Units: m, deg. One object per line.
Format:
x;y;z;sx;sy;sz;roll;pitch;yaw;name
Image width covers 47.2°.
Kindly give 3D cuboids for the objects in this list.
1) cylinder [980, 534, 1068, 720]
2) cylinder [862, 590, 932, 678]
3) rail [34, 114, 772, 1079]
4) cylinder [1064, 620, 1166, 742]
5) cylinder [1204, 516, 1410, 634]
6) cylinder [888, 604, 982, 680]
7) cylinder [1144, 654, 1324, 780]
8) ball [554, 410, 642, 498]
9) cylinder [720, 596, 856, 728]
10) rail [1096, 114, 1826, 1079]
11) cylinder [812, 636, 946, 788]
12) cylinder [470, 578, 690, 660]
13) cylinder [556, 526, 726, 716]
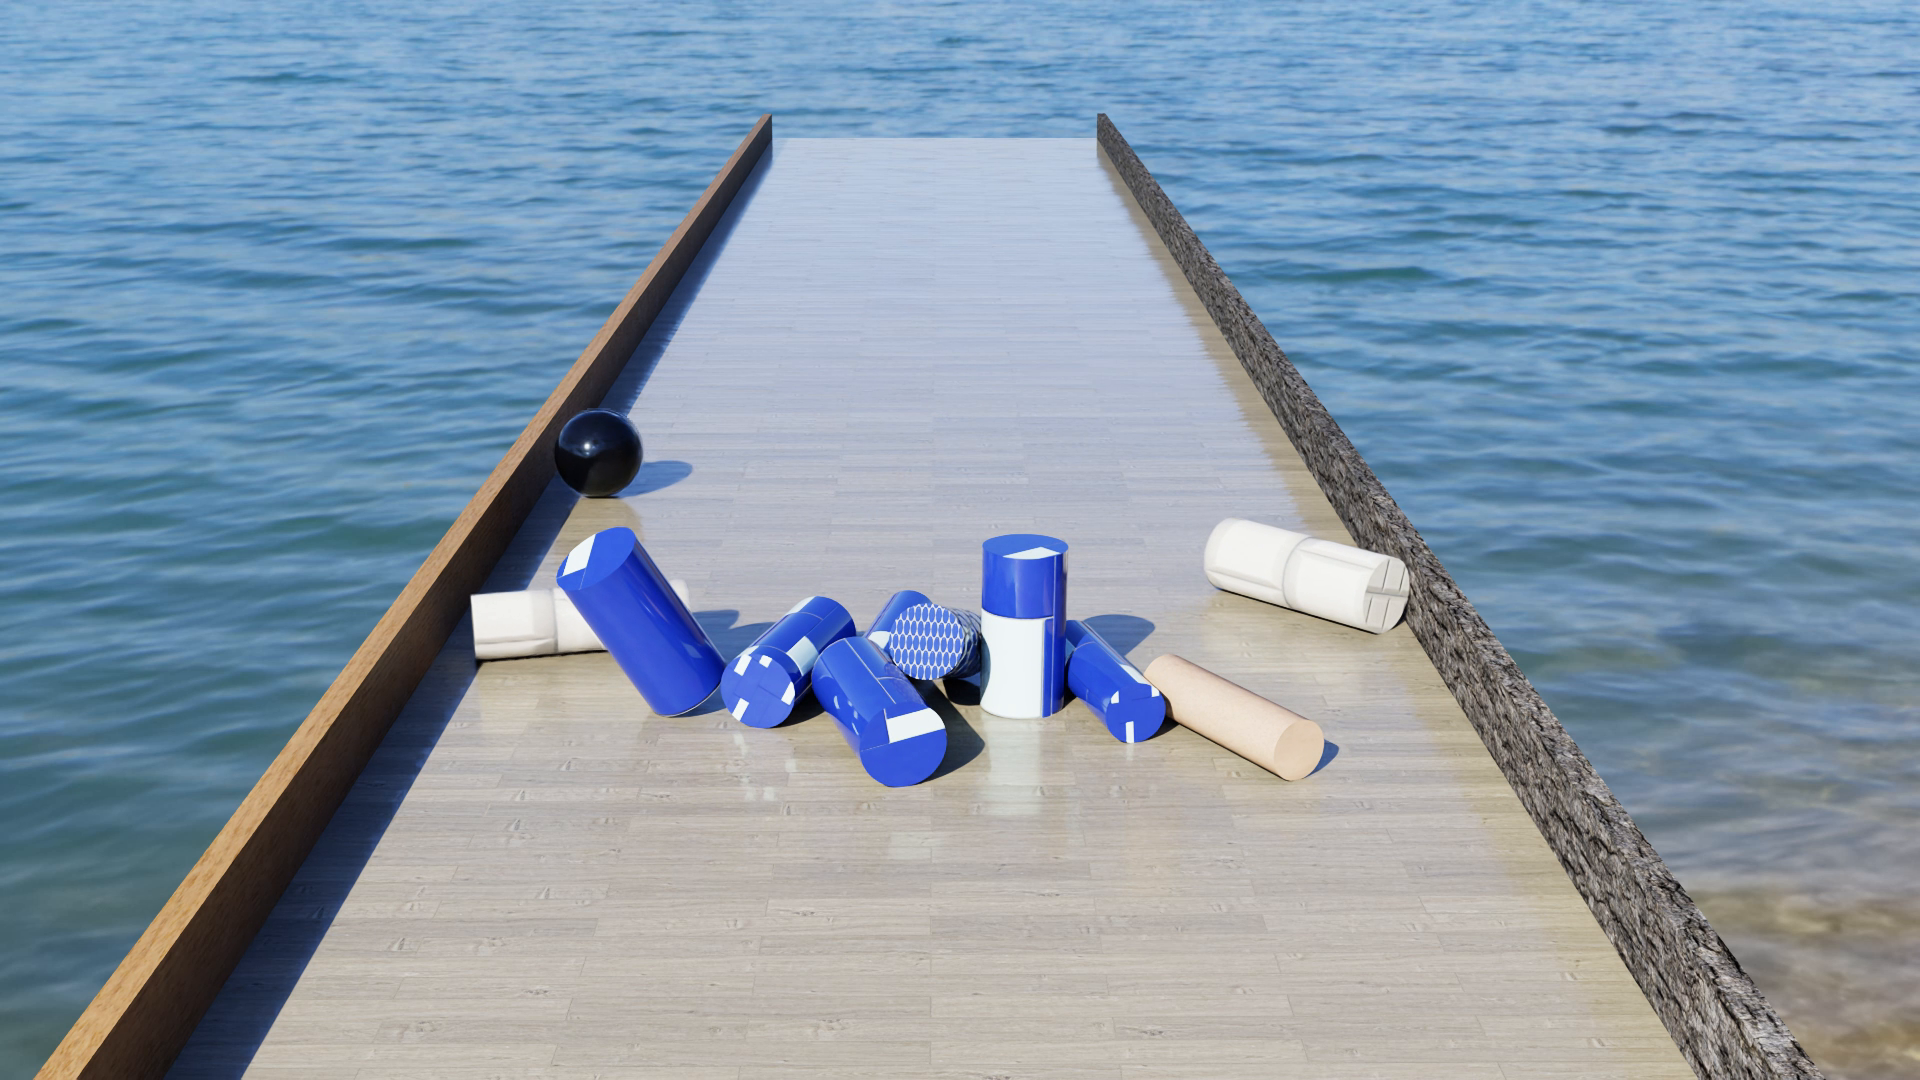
0.120;0.161;4.132;0.160;0.313;0.160;1;17;0;cylinder
-0.134;0.208;4.324;0.116;0.116;0.360;3;17;10;cylinder
-1.118;-0.838;7.780;0.050;0.150;12.000;0;17;-1;rail
0.266;0.262;4.145;0.115;0.115;0.370;-5;17;-15;cylinder
0.737;0.071;4.703;0.162;0.162;0.425;-15;22;-41;cylinder
-0.032;0.193;4.148;0.138;0.138;0.340;3;-3;10;cylinder
0.486;0.316;3.970;0.111;0.111;0.395;-10;19;-29;cylinder
-0.917;-0.219;5.576;0.221;0.221;0.221;0;17;0;ball
-0.323;0.229;4.202;0.145;0.145;0.354;5;17;15;cylinder
0.932;-0.844;7.801;0.050;0.150;12.000;0;17;-1;rail
-0.149;0.303;3.935;0.156;0.156;0.356;-5;17;-16;cylinder
-0.768;0.161;4.456;0.428;0.132;0.132;-4;17;-14;cylinder
-0.586;0.153;4.066;0.166;0.332;0.166;-21;34;15;cylinder
